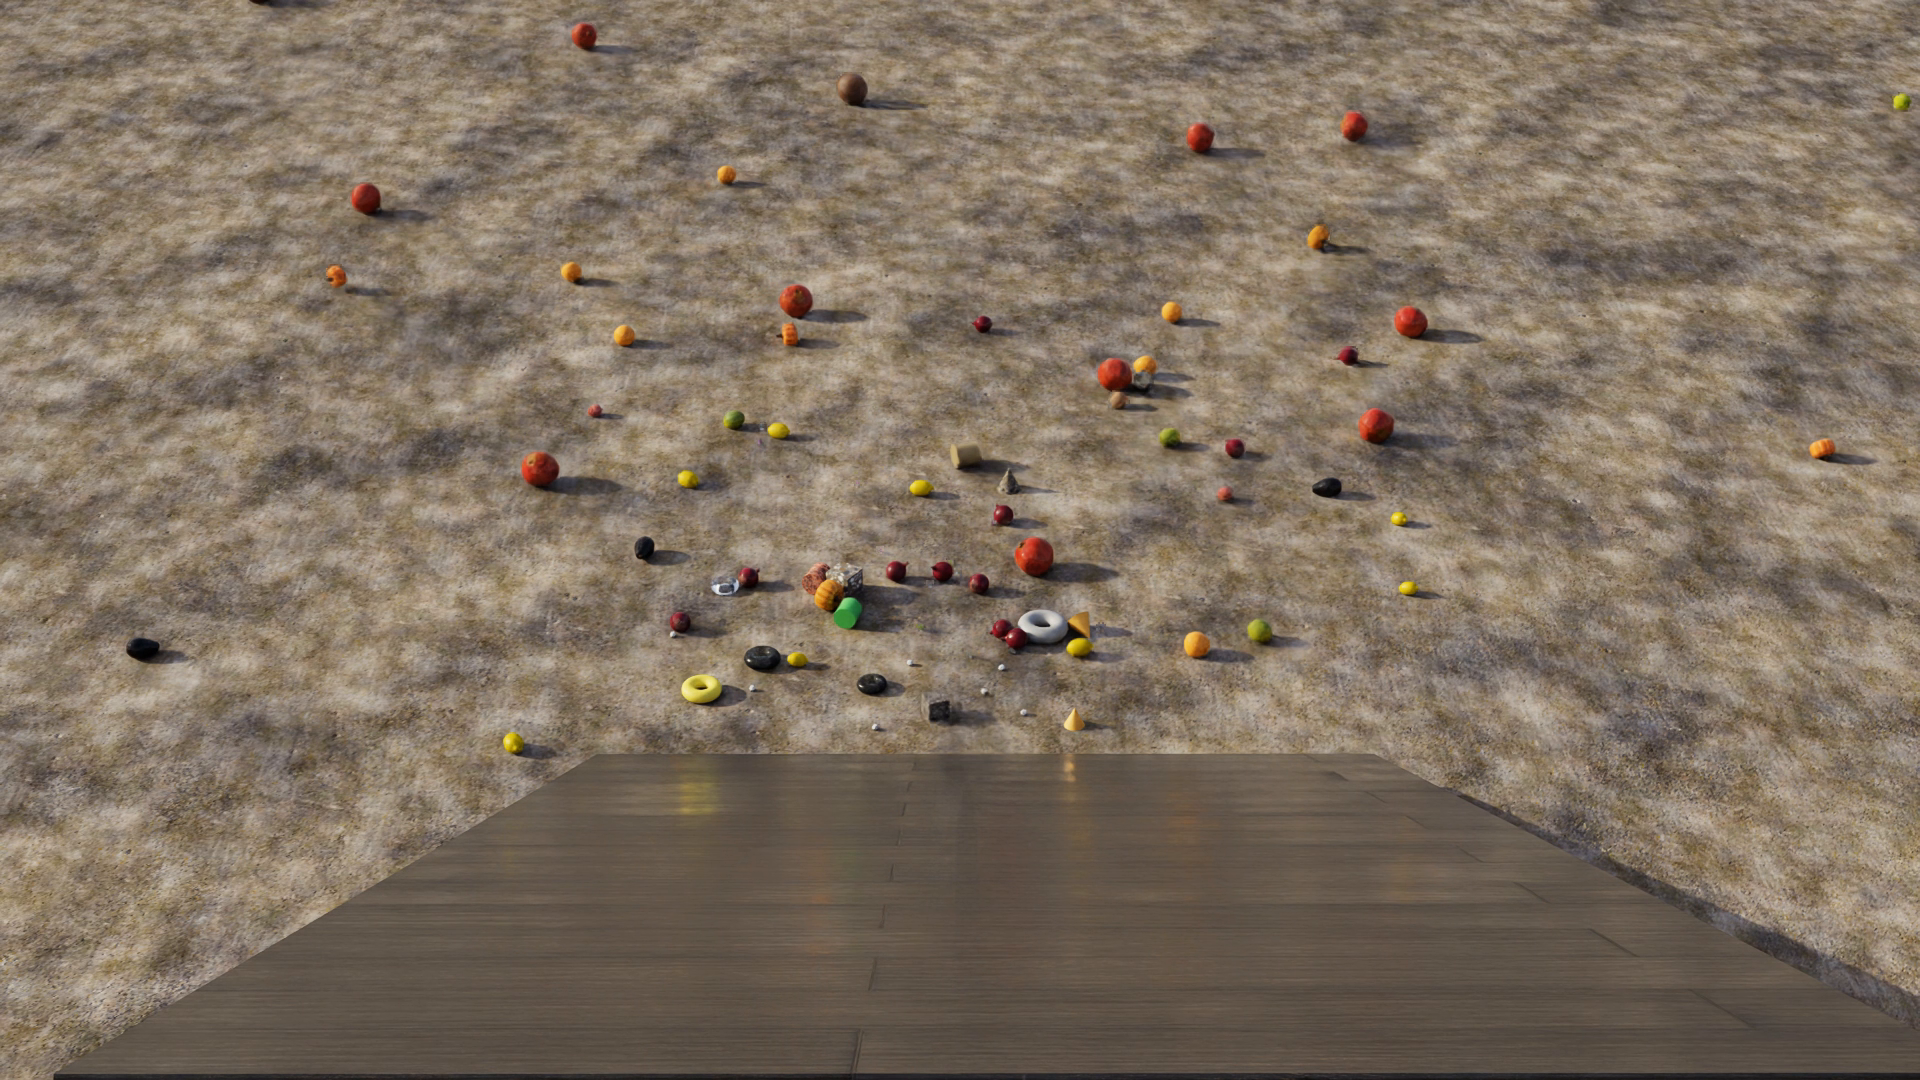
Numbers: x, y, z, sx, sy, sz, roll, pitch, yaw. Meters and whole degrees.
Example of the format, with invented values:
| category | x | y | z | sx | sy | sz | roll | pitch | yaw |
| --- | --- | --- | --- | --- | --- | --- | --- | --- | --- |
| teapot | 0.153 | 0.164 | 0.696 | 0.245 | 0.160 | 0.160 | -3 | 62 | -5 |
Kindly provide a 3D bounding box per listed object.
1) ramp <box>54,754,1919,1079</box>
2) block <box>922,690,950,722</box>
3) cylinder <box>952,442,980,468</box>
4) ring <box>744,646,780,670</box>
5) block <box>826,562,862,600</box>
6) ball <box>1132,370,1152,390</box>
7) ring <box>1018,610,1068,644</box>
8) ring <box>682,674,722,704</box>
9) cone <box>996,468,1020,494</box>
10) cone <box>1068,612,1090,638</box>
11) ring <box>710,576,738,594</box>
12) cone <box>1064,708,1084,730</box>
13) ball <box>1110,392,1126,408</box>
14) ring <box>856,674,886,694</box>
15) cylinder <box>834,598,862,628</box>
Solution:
| category | x | y | z | sx | sy | sz | roll | pitch | yaw |
| --- | --- | --- | --- | --- | --- | --- | --- | --- | --- |
| ramp | 0.067 | 0.599 | 4.659 | 2.000 | 0.100 | 4.000 | 0 | 0 | 0 |
| block | -0.067 | 0.446 | 6.955 | 0.058 | 0.058 | 0.058 | -11 | 32 | -19 |
| cylinder | 0.019 | -0.268 | 8.172 | 0.074 | 0.074 | 0.074 | -10 | 32 | -17 |
| ring | -0.549 | 0.328 | 7.183 | 0.102 | 0.034 | 0.102 | 1 | 29 | 0 |
| block | -0.335 | 0.121 | 7.498 | 0.076 | 0.076 | 0.076 | 18 | 35 | 28 |
| ball | 0.608 | -0.533 | 8.641 | 0.064 | 0.064 | 0.064 | 0 | 30 | 0 |
| ring | 0.234 | 0.245 | 7.311 | 0.144 | 0.048 | 0.144 | 1 | 30 | -1 |
| ring | -0.703 | 0.406 | 7.045 | 0.110 | 0.037 | 0.110 | 0 | 32 | 0 |
| cone | 0.152 | -0.191 | 8.038 | 0.074 | 0.074 | 0.074 | 0 | 30 | 0 |
| cone | 0.351 | 0.253 | 7.314 | 0.072 | 0.072 | 0.072 | -17 | 61 | -27 |
| ring | -0.684 | 0.132 | 7.528 | 0.082 | 0.027 | 0.082 | 0 | 31 | 0 |
| cone | 0.306 | 0.471 | 6.913 | 0.056 | 0.056 | 0.056 | 0 | 30 | 0 |
| ball | 0.522 | -0.463 | 8.528 | 0.055 | 0.055 | 0.055 | 0 | 30 | 0 |
| ring | -0.241 | 0.393 | 7.076 | 0.083 | 0.028 | 0.083 | -1 | 30 | 1 |
| cylinder | -0.319 | 0.208 | 7.358 | 0.065 | 0.065 | 0.065 | 8 | 31 | 13 |
